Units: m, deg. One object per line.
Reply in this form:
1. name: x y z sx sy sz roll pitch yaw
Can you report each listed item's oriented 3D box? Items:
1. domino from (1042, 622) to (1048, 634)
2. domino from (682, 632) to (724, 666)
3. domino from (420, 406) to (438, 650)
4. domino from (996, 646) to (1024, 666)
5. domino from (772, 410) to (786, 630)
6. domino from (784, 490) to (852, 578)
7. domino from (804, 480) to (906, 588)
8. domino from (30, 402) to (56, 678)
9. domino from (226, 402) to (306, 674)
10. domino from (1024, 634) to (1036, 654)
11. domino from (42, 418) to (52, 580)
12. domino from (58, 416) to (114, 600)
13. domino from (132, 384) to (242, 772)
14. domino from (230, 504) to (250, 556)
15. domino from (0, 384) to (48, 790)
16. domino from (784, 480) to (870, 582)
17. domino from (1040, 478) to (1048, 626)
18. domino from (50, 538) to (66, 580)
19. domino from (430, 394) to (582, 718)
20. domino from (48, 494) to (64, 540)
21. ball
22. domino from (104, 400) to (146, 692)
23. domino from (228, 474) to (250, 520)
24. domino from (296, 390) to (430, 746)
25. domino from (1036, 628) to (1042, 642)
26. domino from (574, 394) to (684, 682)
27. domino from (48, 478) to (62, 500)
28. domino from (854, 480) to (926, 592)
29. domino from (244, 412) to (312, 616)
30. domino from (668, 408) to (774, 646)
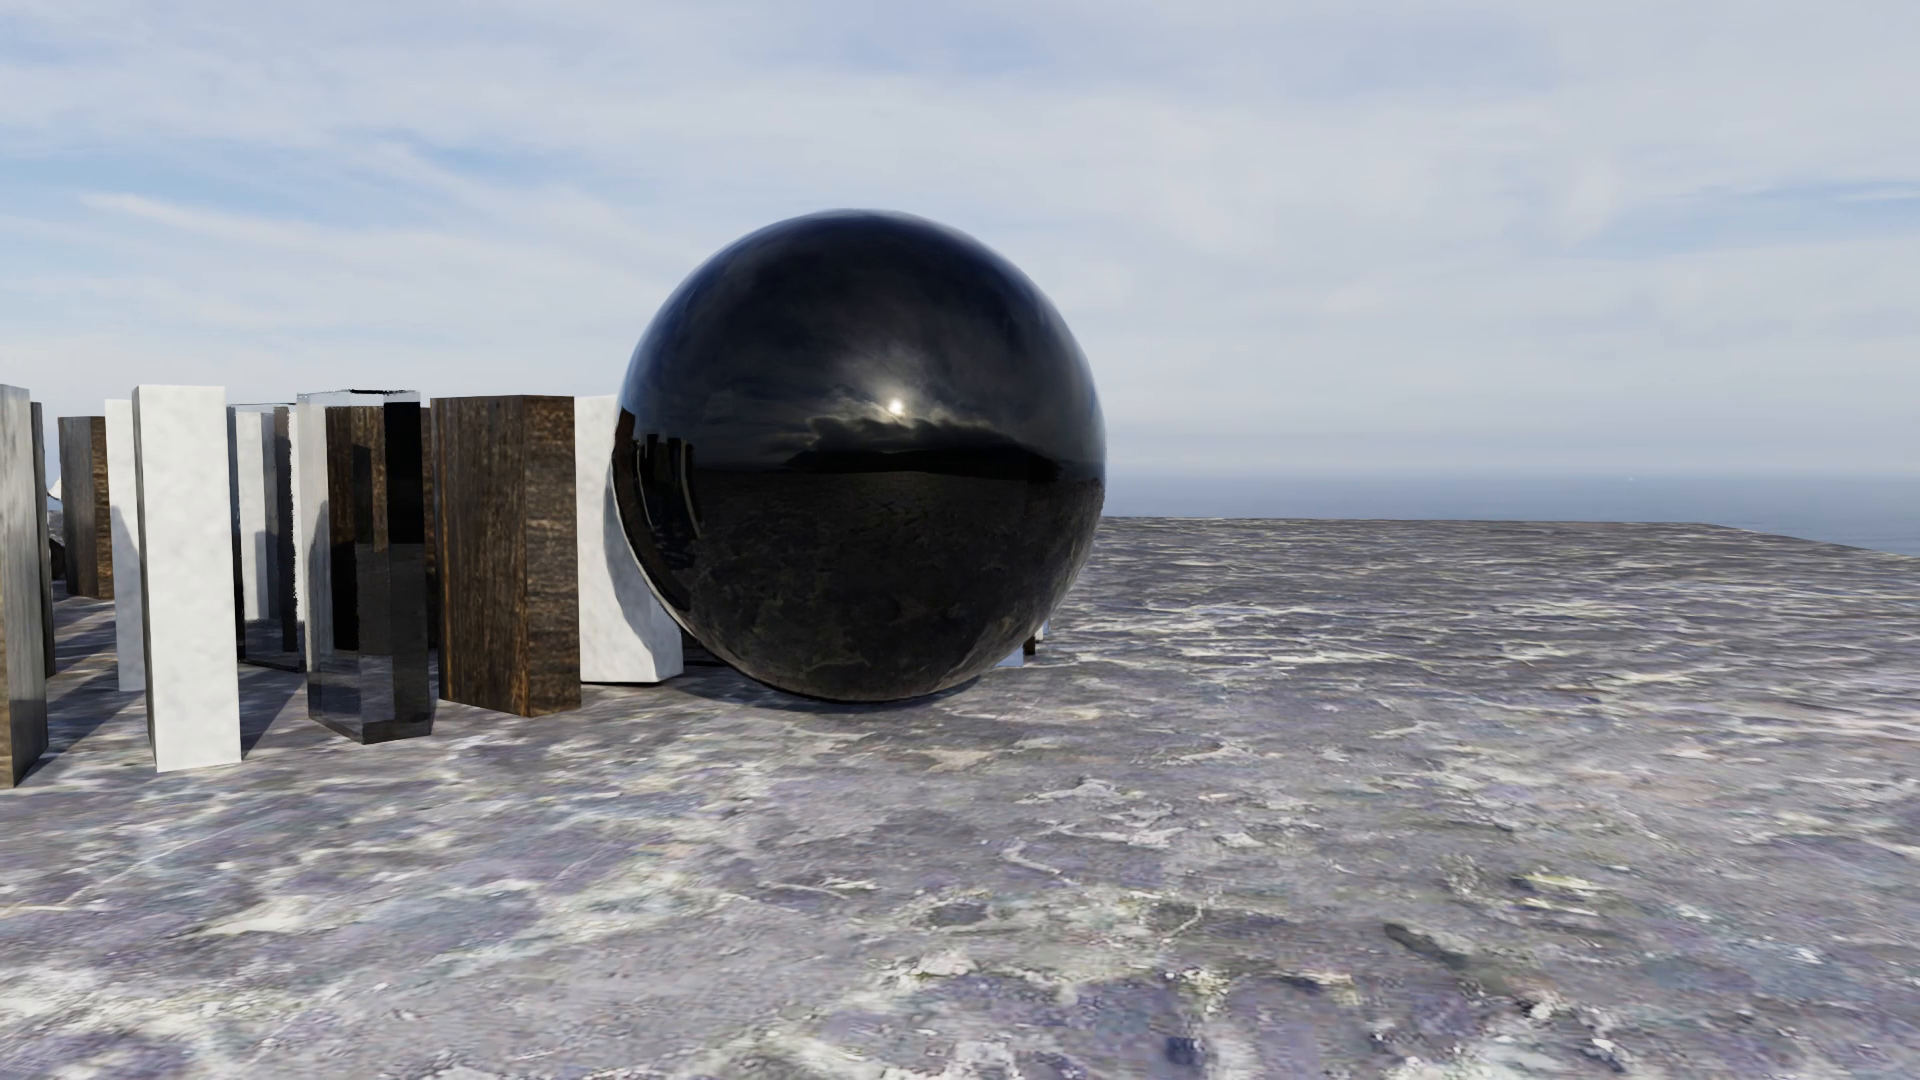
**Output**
1. domino: 0.008 -0.001 0.302 0.025 0.010 0.050 0 47 3
2. domino: -0.057 -0.001 0.251 0.025 0.050 0.010 1 4 12
3. domino: -0.122 -0.003 0.268 0.025 0.050 0.009 1 4 12
4. domino: 0.001 0.002 0.260 0.025 0.010 0.050 0 48 5
5. domino: -0.053 -0.005 0.296 0.025 0.050 0.010 0 4 -5
6. domino: -0.060 -0.005 0.432 0.025 0.010 0.050 -5 32 -48
7. domino: -0.026 -0.003 0.401 0.025 0.010 0.050 -3 31 -35
8. domino: -0.168 0.001 0.222 0.009 0.050 0.025 -1 4 -17
9. domino: -0.130 -0.001 0.247 0.025 0.050 0.009 3 5 34
10. domino: 0.004 0.001 0.274 0.025 0.009 0.050 1 47 5
11. domino: -0.254 -0.008 0.340 0.025 0.050 0.009 2 5 28
12. domino: -0.242 -0.009 0.360 0.025 0.050 0.010 3 5 38
13. domino: -0.107 0.004 0.177 0.009 0.050 0.025 -3 5 -35
14. domino: -0.255 -0.007 0.443 0.050 0.010 0.025 30 -6 -18
15. domino: -0.127 0.005 0.166 0.010 0.050 0.025 -2 5 -27
16. domino: -0.042 -0.004 0.418 0.025 0.010 0.050 -4 31 -41
17. domino: 0.009 0.002 0.320 0.025 0.010 0.050 0 35 3
18. domino: -0.302 -0.007 0.396 0.025 0.009 0.050 4 -35 41
19. domino: -0.074 0.002 0.209 0.025 0.050 0.009 3 5 36
20. domino: -0.290 -0.007 0.413 0.025 0.010 0.050 5 -29 48
21. ball: -0.016 -0.013 0.210 0.080 0.080 0.080 0 4 0
22. domino: -0.147 0.000 0.232 0.009 0.050 0.025 -3 5 -32
23. domino: -0.235 -0.007 0.452 0.050 0.009 0.025 28 -3 -14
24. domino: -0.089 0.003 0.192 0.009 0.050 0.025 -4 6 -43
25. domino: 0.005 0.000 0.288 0.025 0.010 0.050 -1 47 2
26. domino: -0.064 0.000 0.230 0.025 0.050 0.009 -1 4 19
27. domino: -0.274 -0.007 0.429 0.050 0.010 0.025 34 -13 -28
28. domino: -0.011 -0.002 0.384 0.025 0.009 0.050 -2 32 -26
29. domino: -0.171 -0.007 0.327 0.009 0.050 0.025 -1 4 -7
30. domino: -0.053 -0.003 0.273 0.025 0.050 0.010 0 4 4
